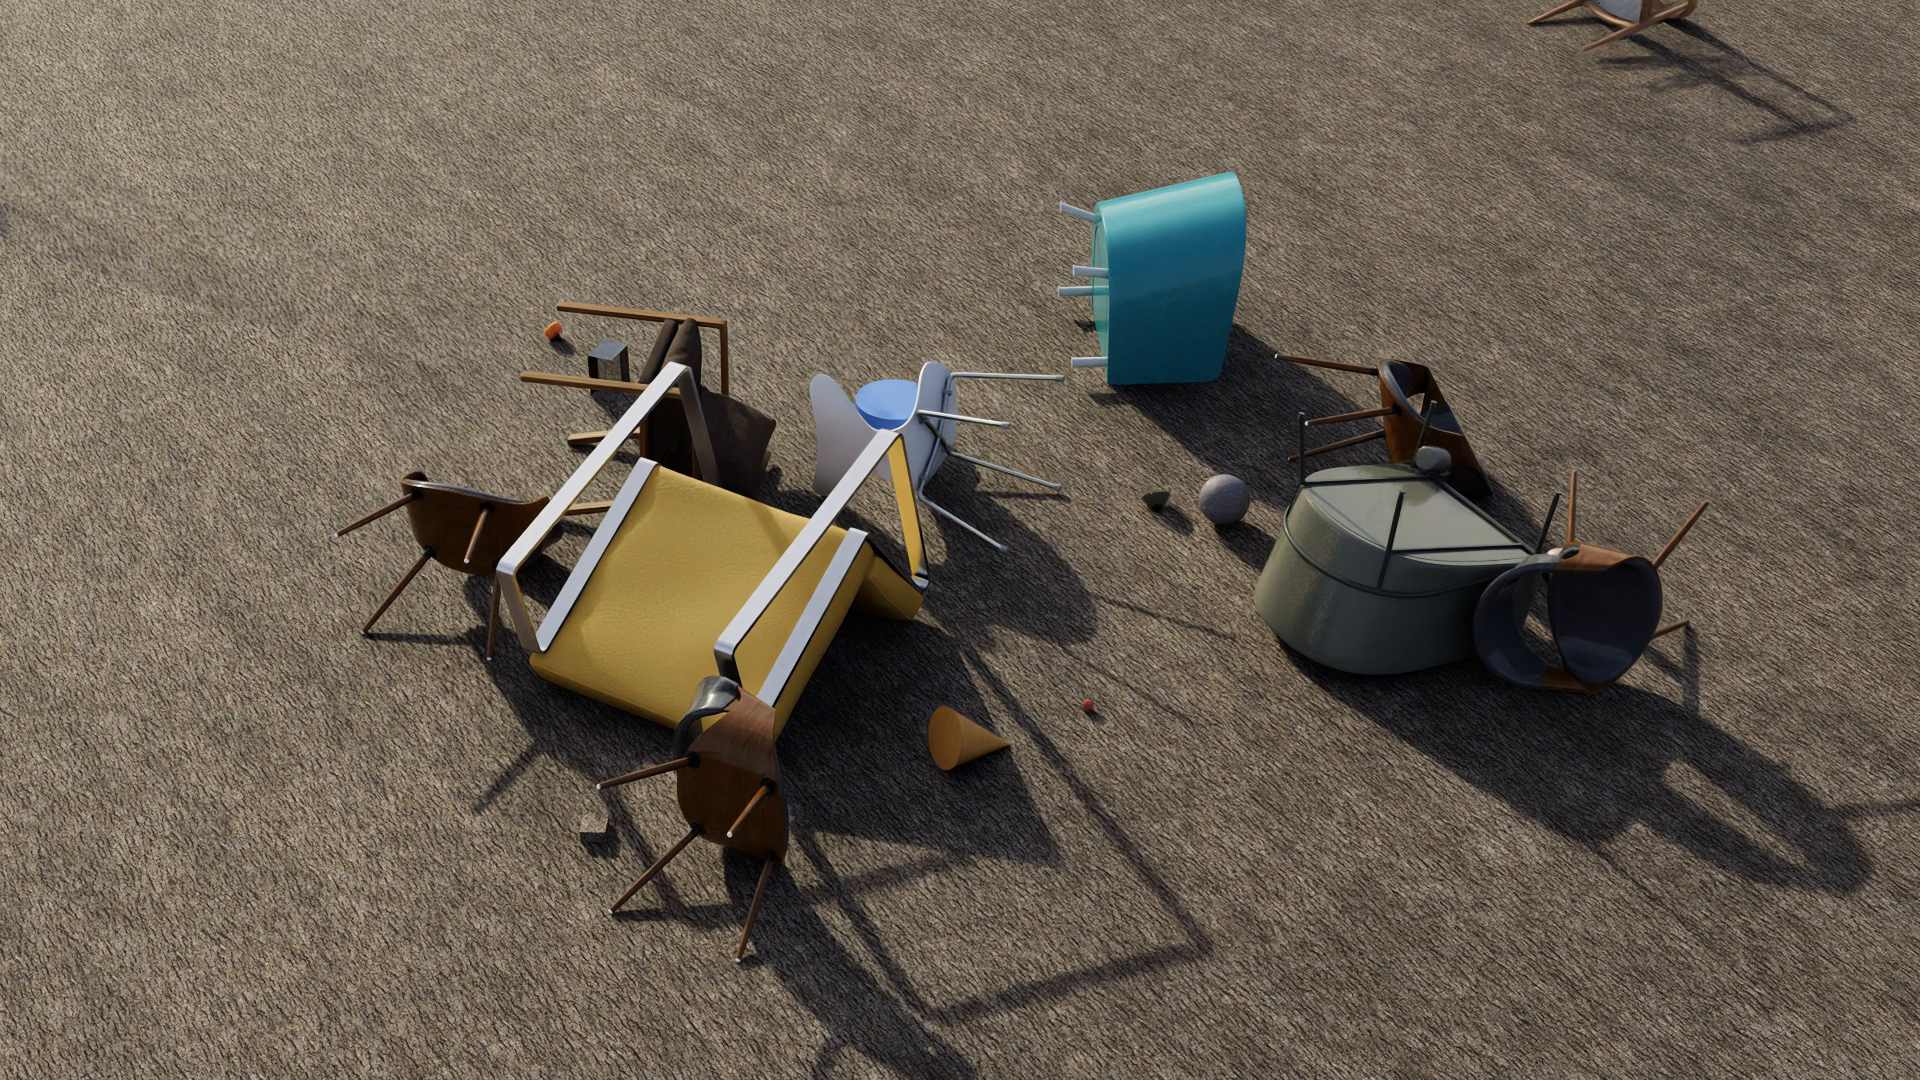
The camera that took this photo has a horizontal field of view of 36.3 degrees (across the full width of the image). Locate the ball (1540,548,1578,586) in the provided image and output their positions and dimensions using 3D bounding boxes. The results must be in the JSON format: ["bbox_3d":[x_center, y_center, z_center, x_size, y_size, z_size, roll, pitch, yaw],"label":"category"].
[{"bbox_3d":[2.179,0.097,10.673,0.137,0.137,0.137,0,33,0],"label":"ball"}]

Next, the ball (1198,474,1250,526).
[{"bbox_3d":[0.992,-0.151,11.000,0.191,0.191,0.191,0,33,0],"label":"ball"}]

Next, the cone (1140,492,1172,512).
[{"bbox_3d":[0.749,-0.134,11.109,0.119,0.107,0.067,-11,73,4],"label":"cone"}]

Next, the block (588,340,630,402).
[{"bbox_3d":[-1.413,-0.682,11.807,0.109,0.189,0.136,12,35,18],"label":"block"}]

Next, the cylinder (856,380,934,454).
[{"bbox_3d":[-0.258,-0.486,11.539,0.298,0.157,0.318,-23,40,-31],"label":"cylinder"}]

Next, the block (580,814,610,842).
[{"bbox_3d":[-1.183,0.933,9.490,0.083,0.041,0.091,1,33,1],"label":"block"}]

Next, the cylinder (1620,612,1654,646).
[{"bbox_3d":[2.393,0.316,10.364,0.063,0.111,0.113,-18,-2,-25],"label":"cylinder"}]

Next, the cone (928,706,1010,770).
[{"bbox_3d":[0.061,0.675,9.836,0.256,0.199,0.256,8,25,-28],"label":"cone"}]
